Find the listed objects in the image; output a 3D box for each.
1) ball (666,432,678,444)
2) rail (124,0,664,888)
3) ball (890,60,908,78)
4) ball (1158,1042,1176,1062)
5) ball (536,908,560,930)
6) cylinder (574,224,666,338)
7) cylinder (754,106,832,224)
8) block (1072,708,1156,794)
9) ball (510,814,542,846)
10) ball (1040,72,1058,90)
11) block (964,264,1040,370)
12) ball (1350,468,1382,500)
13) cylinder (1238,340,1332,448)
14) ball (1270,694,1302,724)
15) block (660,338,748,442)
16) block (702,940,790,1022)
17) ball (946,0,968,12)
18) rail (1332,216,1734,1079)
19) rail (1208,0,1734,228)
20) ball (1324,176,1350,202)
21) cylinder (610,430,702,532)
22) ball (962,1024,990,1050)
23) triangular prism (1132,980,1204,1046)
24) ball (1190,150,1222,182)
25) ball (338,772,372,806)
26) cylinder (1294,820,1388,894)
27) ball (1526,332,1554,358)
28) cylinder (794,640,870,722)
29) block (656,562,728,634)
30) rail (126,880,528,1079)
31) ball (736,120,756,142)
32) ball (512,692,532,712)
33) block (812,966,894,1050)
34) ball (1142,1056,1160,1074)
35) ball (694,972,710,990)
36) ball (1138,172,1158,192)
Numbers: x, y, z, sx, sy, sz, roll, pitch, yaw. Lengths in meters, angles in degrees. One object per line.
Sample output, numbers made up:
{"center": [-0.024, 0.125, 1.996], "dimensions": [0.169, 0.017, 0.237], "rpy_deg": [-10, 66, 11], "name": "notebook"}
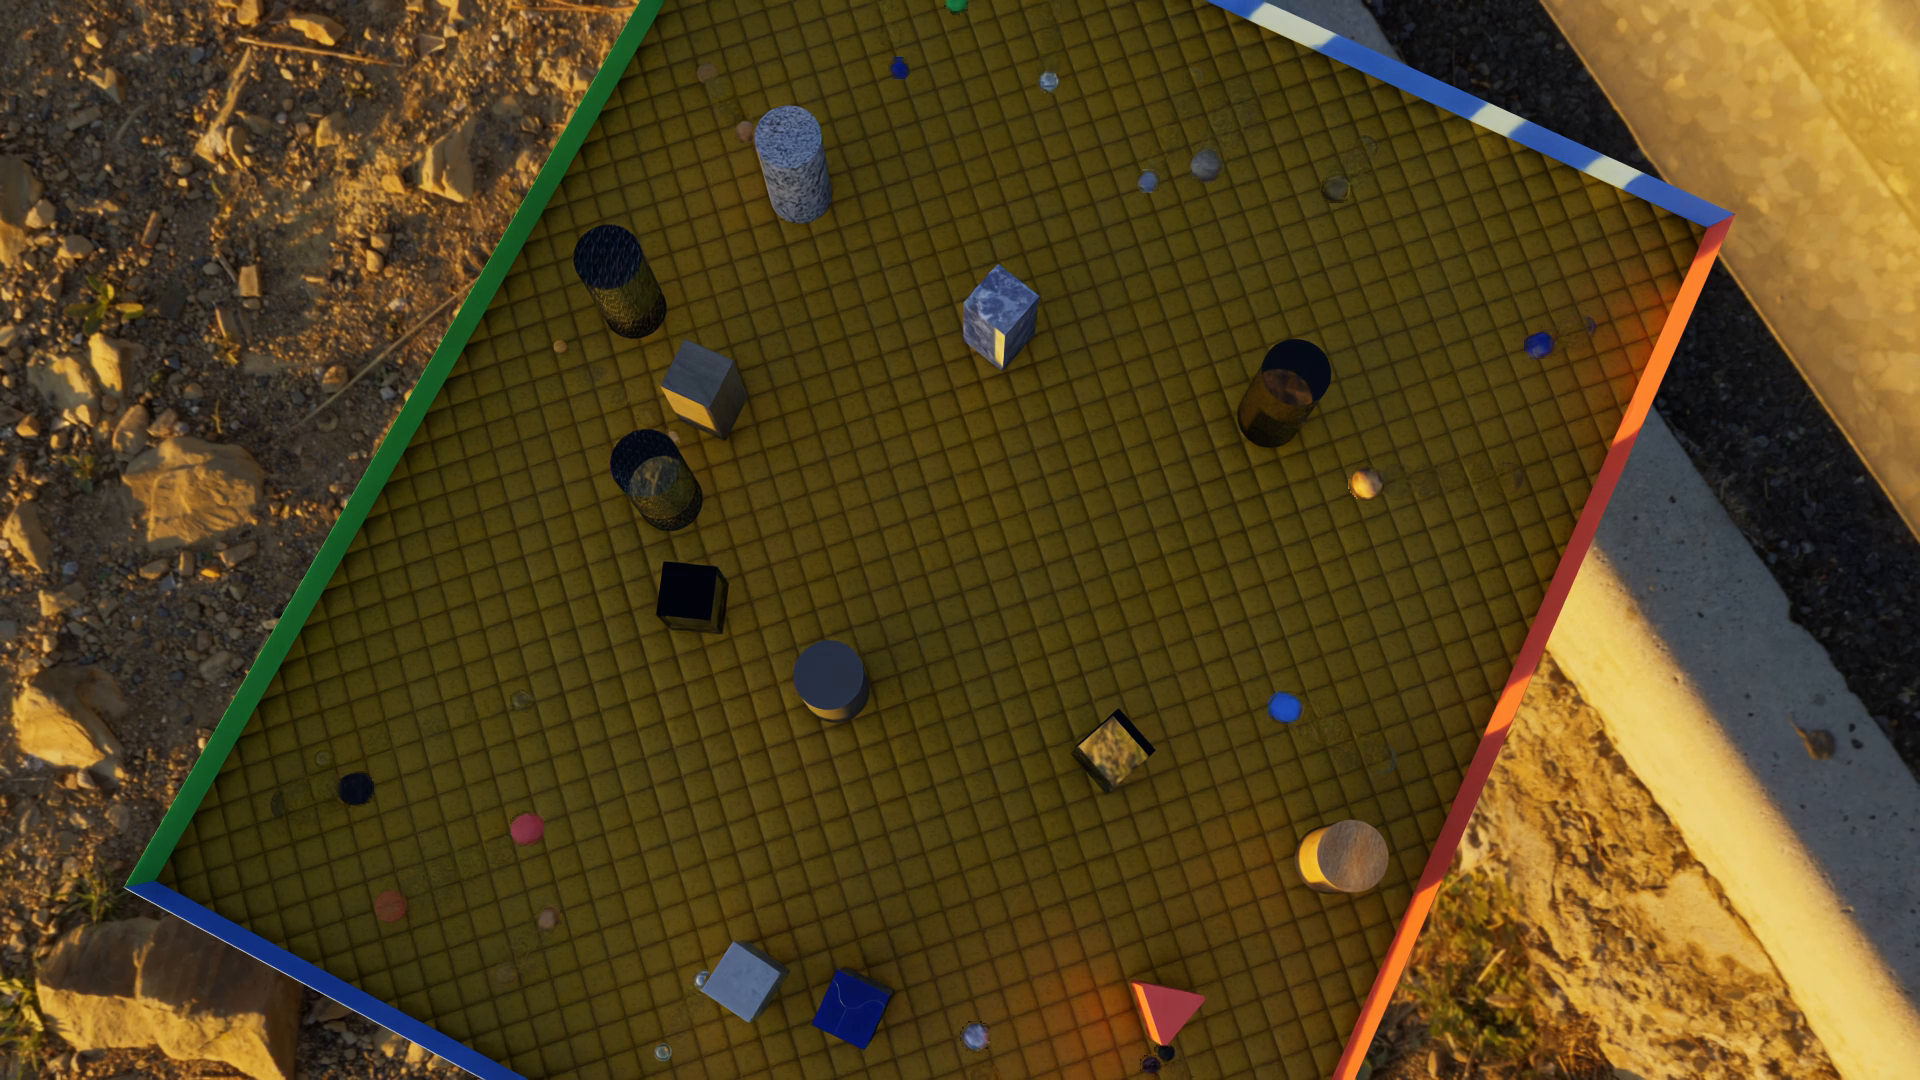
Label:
{"center": [-0.889, -0.315, 5.661], "dimensions": [0.041, 0.041, 0.041], "rpy_deg": [0, 78, 0], "name": "ball"}
{"center": [-1.495, -0.725, 5.700], "dimensions": [0.045, 0.129, 3.995], "rpy_deg": [26, 80, 5], "name": "rail"}
{"center": [-0.195, -1.518, 5.902], "dimensions": [0.056, 0.056, 0.056], "rpy_deg": [0, 78, 0], "name": "ball"}
{"center": [0.595, 1.477, 5.284], "dimensions": [0.052, 0.052, 0.052], "rpy_deg": [0, 78, 0], "name": "ball"}
{"center": [-1.202, 1.108, 5.353], "dimensions": [0.066, 0.066, 0.066], "rpy_deg": [0, 78, 0], "name": "ball"}
{"center": [-1.023, -0.775, 5.543], "dimensions": [0.199, 0.459, 0.199], "rpy_deg": [0, 78, 0], "name": "cylinder"}
{"center": [-0.508, -1.147, 5.630], "dimensions": [0.199, 0.440, 0.199], "rpy_deg": [0, 78, 0], "name": "cylinder"}
{"center": [0.444, 0.619, 5.340], "dimensions": [0.159, 0.291, 0.159], "rpy_deg": [-40, 81, -8], "name": "block"}
{"center": [-1.275, 0.853, 5.393], "dimensions": [0.092, 0.092, 0.092], "rpy_deg": [0, 78, 0], "name": "ball"}
{"center": [0.285, -1.475, 5.891], "dimensions": [0.062, 0.062, 0.062], "rpy_deg": [0, 78, 0], "name": "ball"}
{"center": [0.122, -0.672, 5.572], "dimensions": [0.159, 0.360, 0.159], "rpy_deg": [39, 81, 7], "name": "block"}
{"center": [1.244, -0.172, 5.604], "dimensions": [0.095, 0.095, 0.095], "rpy_deg": [0, 78, 0], "name": "ball"}
{"center": [0.961, -0.431, 5.464], "dimensions": [0.199, 0.473, 0.199], "rpy_deg": [0, 78, 0], "name": "cylinder"}
{"center": [0.973, 0.502, 5.466], "dimensions": [0.092, 0.092, 0.092], "rpy_deg": [0, 78, 0], "name": "ball"}
{"center": [-0.766, -0.447, 5.516], "dimensions": [0.159, 0.377, 0.159], "rpy_deg": [24, 79, 5], "name": "block"}
{"center": [-0.605, 1.250, 5.206], "dimensions": [0.159, 0.297, 0.159], "rpy_deg": [32, 80, 6], "name": "block"}
{"center": [-0.011, -1.746, 5.941], "dimensions": [0.072, 0.072, 0.072], "rpy_deg": [0, 78, 0], "name": "ball"}
{"center": [1.495, 0.739, 5.397], "dimensions": [0.045, 0.129, 3.995], "rpy_deg": [26, 80, 5], "name": "rail"}
{"center": [0.883, -1.722, 5.906], "dimensions": [3.391, 0.129, 0.045], "rpy_deg": [26, 80, 5], "name": "rail"}
{"center": [1.193, -1.113, 5.804], "dimensions": [0.084, 0.084, 0.084], "rpy_deg": [0, 78, 0], "name": "ball"}
{"center": [-0.891, -0.171, 5.415], "dimensions": [0.199, 0.465, 0.199], "rpy_deg": [0, 78, 0], "name": "cylinder"}
{"center": [0.046, 1.432, 5.281], "dimensions": [0.076, 0.076, 0.076], "rpy_deg": [0, 78, 0], "name": "ball"}
{"center": [0.556, 1.300, 5.172], "dimensions": [0.149, 0.345, 0.172], "rpy_deg": [41, 81, 8], "name": "triangular prism"}
{"center": [0.781, -1.189, 5.812], "dimensions": [0.099, 0.099, 0.099], "rpy_deg": [0, 78, 0], "name": "ball"}
{"center": [-1.787, 0.736, 5.415], "dimensions": [0.097, 0.097, 0.097], "rpy_deg": [0, 78, 0], "name": "ball"}
{"center": [1.088, 0.910, 5.247], "dimensions": [0.199, 0.354, 0.199], "rpy_deg": [0, 78, 0], "name": "cylinder"}
{"center": [1.806, -0.607, 5.701], "dimensions": [0.082, 0.082, 0.082], "rpy_deg": [0, 78, 0], "name": "ball"}
{"center": [-0.372, 0.417, 5.355], "dimensions": [0.199, 0.344, 0.199], "rpy_deg": [0, 78, 0], "name": "cylinder"}
{"center": [-0.791, 0.174, 5.443], "dimensions": [0.159, 0.269, 0.159], "rpy_deg": [6, 78, 1], "name": "block"}
{"center": [-0.883, 1.736, 5.190], "dimensions": [3.391, 0.129, 0.045], "rpy_deg": [26, 80, 5], "name": "rail"}
{"center": [-0.683, -1.305, 5.853], "dimensions": [0.067, 0.067, 0.067], "rpy_deg": [0, 78, 0], "name": "ball"}
{"center": [-1.311, 0.484, 5.487], "dimensions": [0.057, 0.057, 0.057], "rpy_deg": [0, 78, 0], "name": "ball"}
{"center": [-0.296, 1.311, 5.147], "dimensions": [0.159, 0.387, 0.159], "rpy_deg": [24, 79, 5], "name": "block"}
{"center": [0.551, 1.514, 5.278], "dimensions": [0.050, 0.050, 0.050], "rpy_deg": [0, 78, 0], "name": "ball"}
{"center": [-0.746, 1.280, 5.326], "dimensions": [0.051, 0.051, 0.051], "rpy_deg": [0, 78, 0], "name": "ball"}
{"center": [0.599, -1.139, 5.821], "dimensions": [0.062, 0.062, 0.062], "rpy_deg": [0, 78, 0], "name": "ball"}
